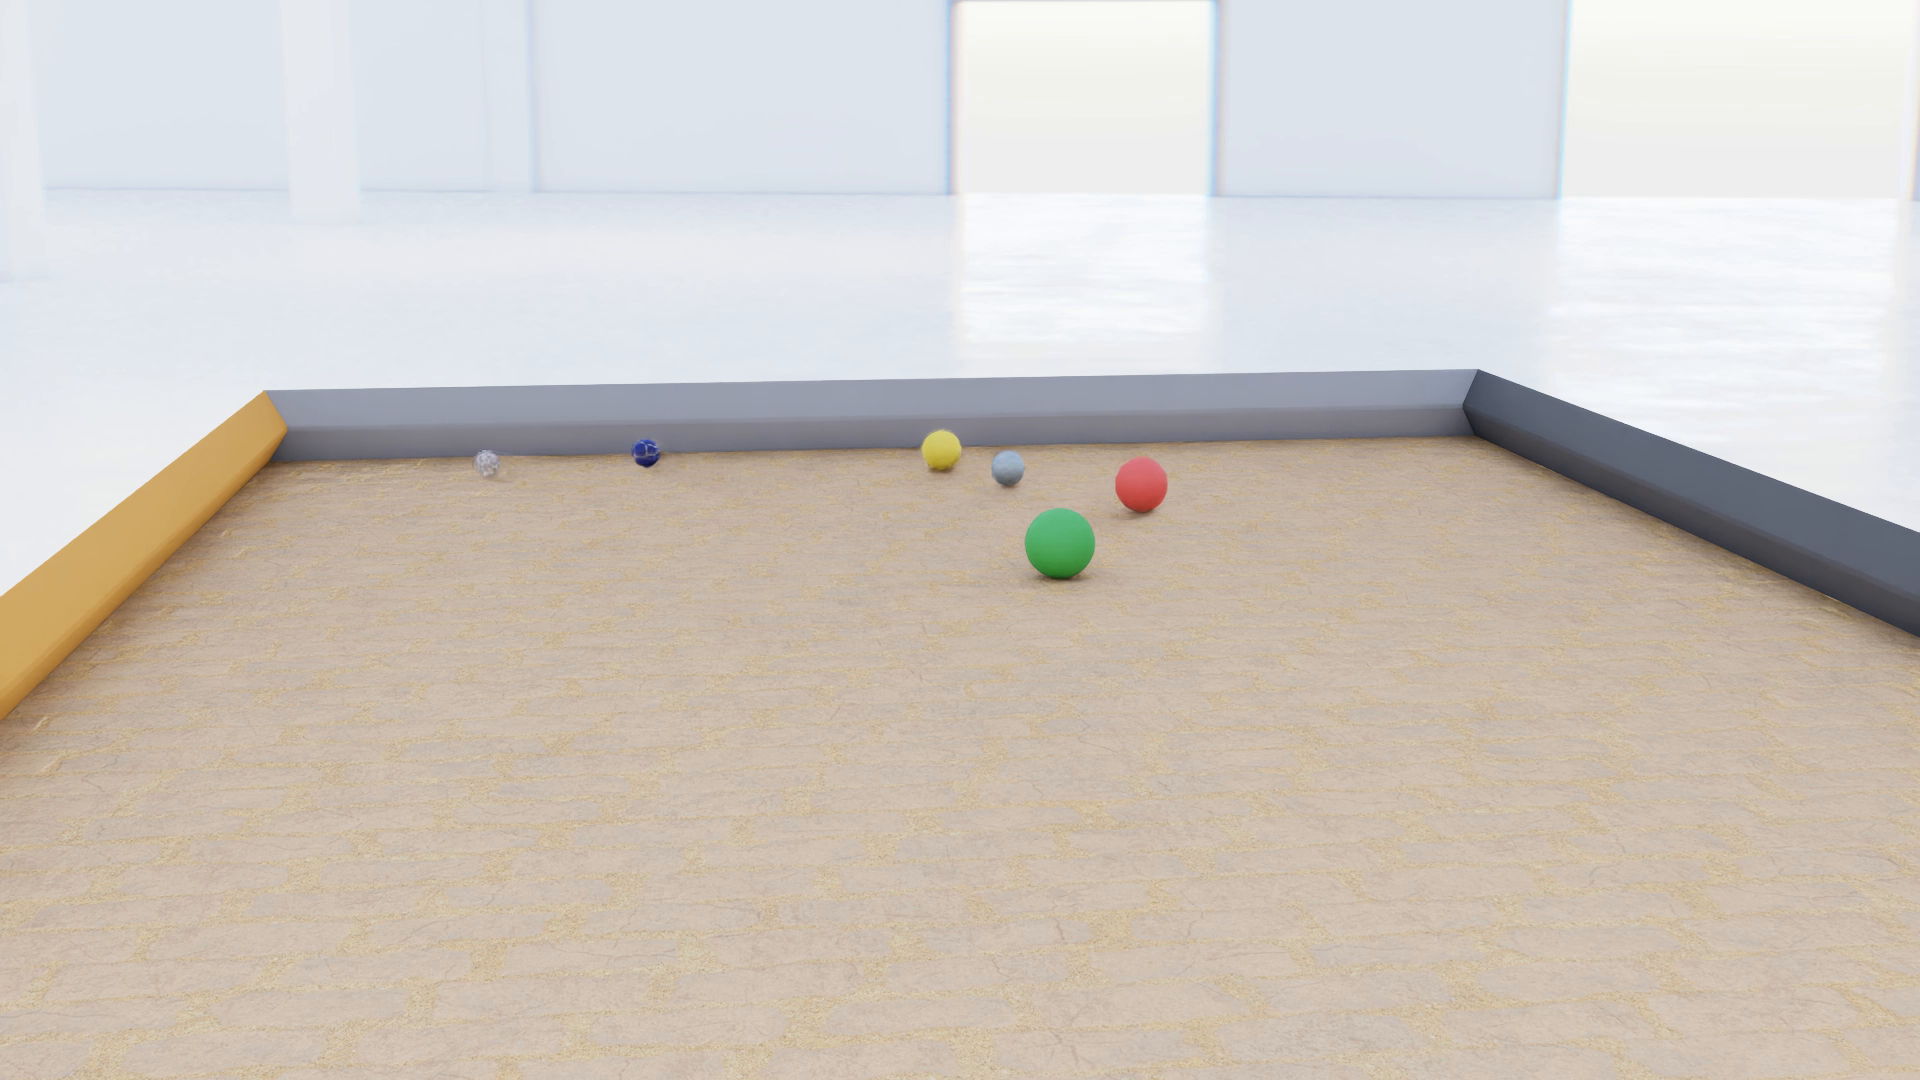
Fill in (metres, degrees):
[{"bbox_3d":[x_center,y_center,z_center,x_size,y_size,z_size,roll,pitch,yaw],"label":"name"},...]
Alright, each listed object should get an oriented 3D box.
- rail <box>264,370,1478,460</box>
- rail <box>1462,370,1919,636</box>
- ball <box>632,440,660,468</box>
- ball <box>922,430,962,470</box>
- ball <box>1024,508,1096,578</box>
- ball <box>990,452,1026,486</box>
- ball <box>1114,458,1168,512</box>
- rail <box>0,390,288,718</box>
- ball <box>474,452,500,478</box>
[{"bbox_3d":[-0.123,-0.230,4.048,2.250,0.126,0.045,-2,12,-7],"label":"rail"},{"bbox_3d":[1.218,0.147,2.284,0.045,0.126,3.965,-2,12,-7],"label":"rail"},{"bbox_3d":[-0.554,-0.153,3.880,0.049,0.049,0.049,0,12,0],"label":"ball"},{"bbox_3d":[-0.032,-0.157,3.851,0.069,0.069,0.069,0,12,0],"label":"ball"},{"bbox_3d":[0.138,0.005,3.027,0.097,0.097,0.097,0,12,0],"label":"ball"},{"bbox_3d":[0.080,-0.120,3.701,0.058,0.058,0.058,0,12,0],"label":"ball"},{"bbox_3d":[0.288,-0.088,3.487,0.085,0.085,0.085,0,12,0],"label":"ball"},{"bbox_3d":[-0.967,0.205,2.011,0.045,0.126,3.965,-2,12,-7],"label":"rail"},{"bbox_3d":[-0.813,-0.130,3.782,0.043,0.043,0.043,0,12,0],"label":"ball"}]
